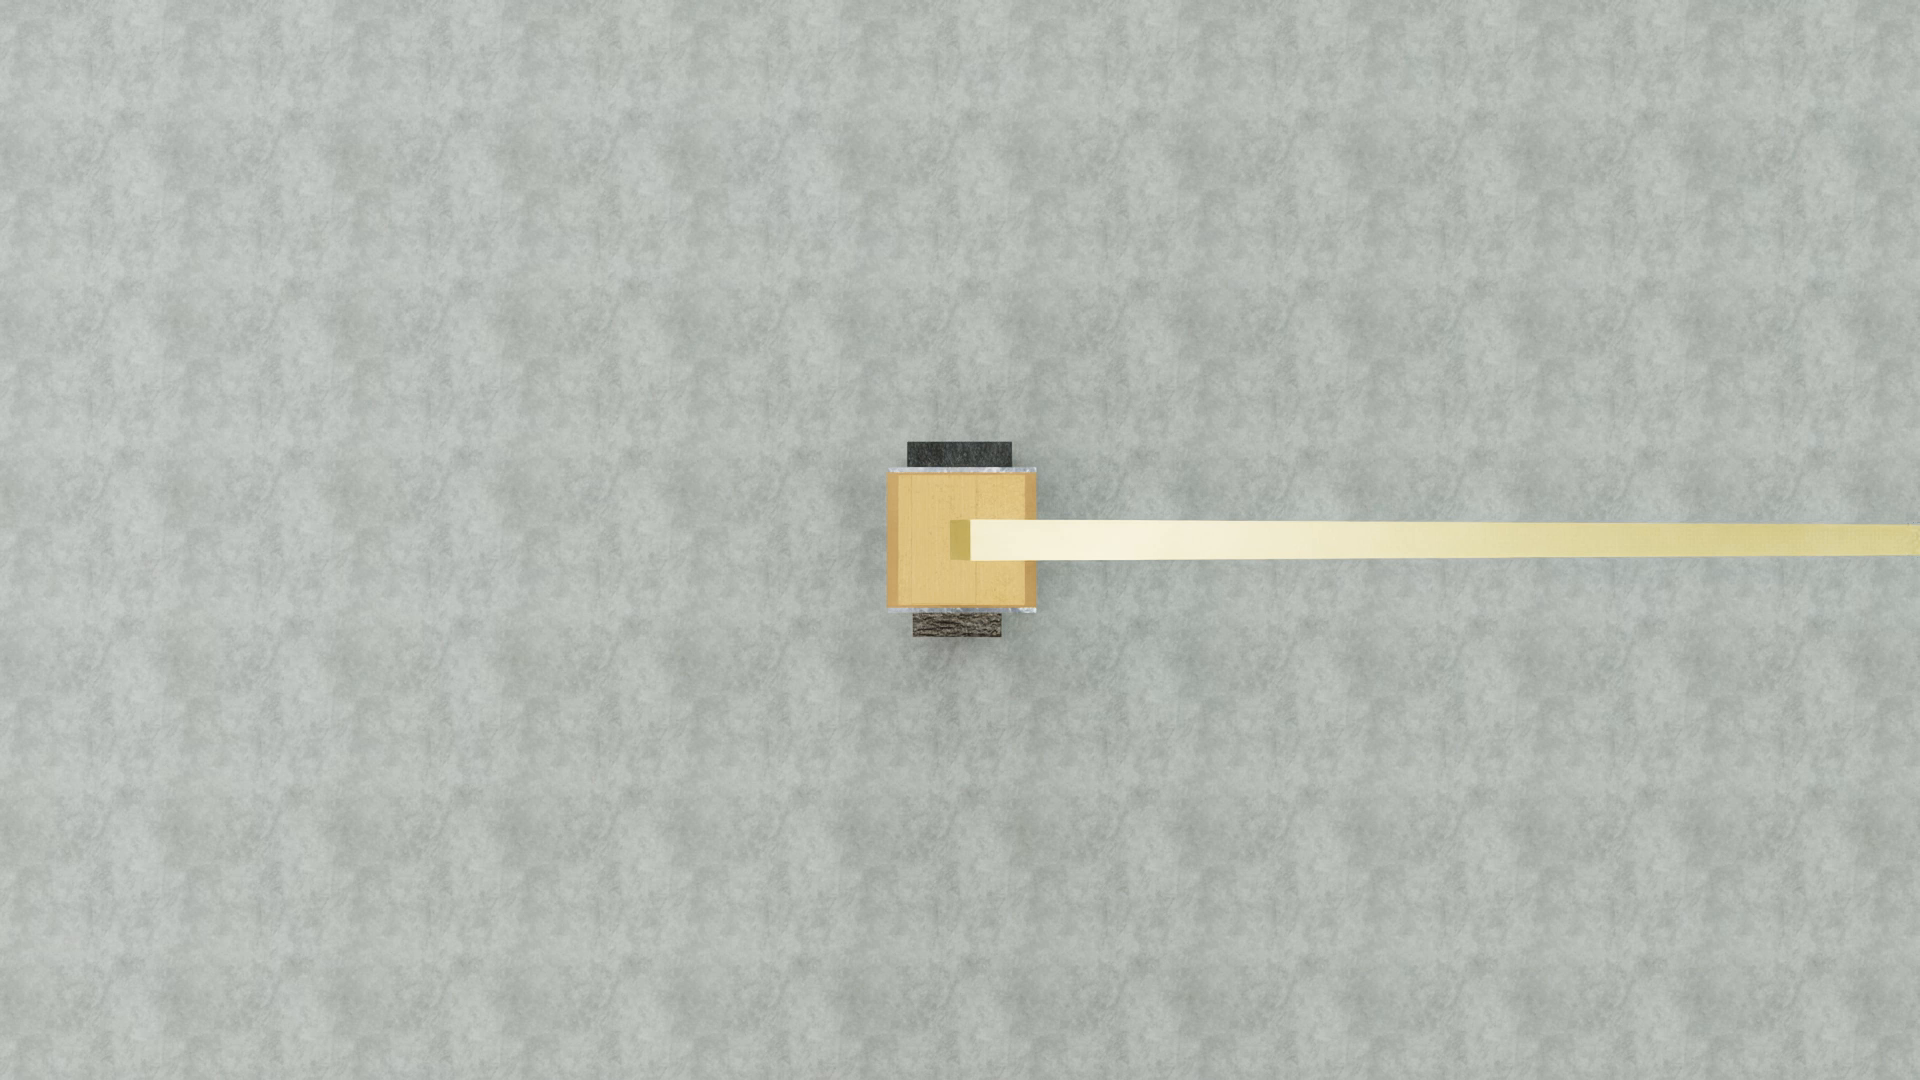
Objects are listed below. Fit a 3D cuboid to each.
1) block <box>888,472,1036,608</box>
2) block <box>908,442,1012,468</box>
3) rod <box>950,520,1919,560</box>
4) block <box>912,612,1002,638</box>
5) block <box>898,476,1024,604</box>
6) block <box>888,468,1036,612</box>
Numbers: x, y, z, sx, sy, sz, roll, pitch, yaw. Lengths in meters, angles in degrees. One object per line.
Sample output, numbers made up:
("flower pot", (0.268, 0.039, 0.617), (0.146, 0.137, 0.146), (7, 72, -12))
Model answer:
("block", (0.007, 0.000, 9.658), (0.635, 0.611, 0.575), (0, 90, 0))
("block", (-0.002, -0.266, 12.654), (0.588, 0.691, 0.570), (0, 90, 0))
("rod", (2.234, 0.000, 5.654), (5.200, 0.080, 0.080), (0, 90, -31))
("block", (-0.016, 0.290, 12.747), (0.505, 0.507, 0.523), (0, 90, 0))
("block", (0.006, 0.000, 8.764), (0.491, 0.449, 0.502), (0, 90, 0))
("block", (0.011, 0.000, 10.850), (0.710, 0.600, 0.697), (0, 90, 0))
